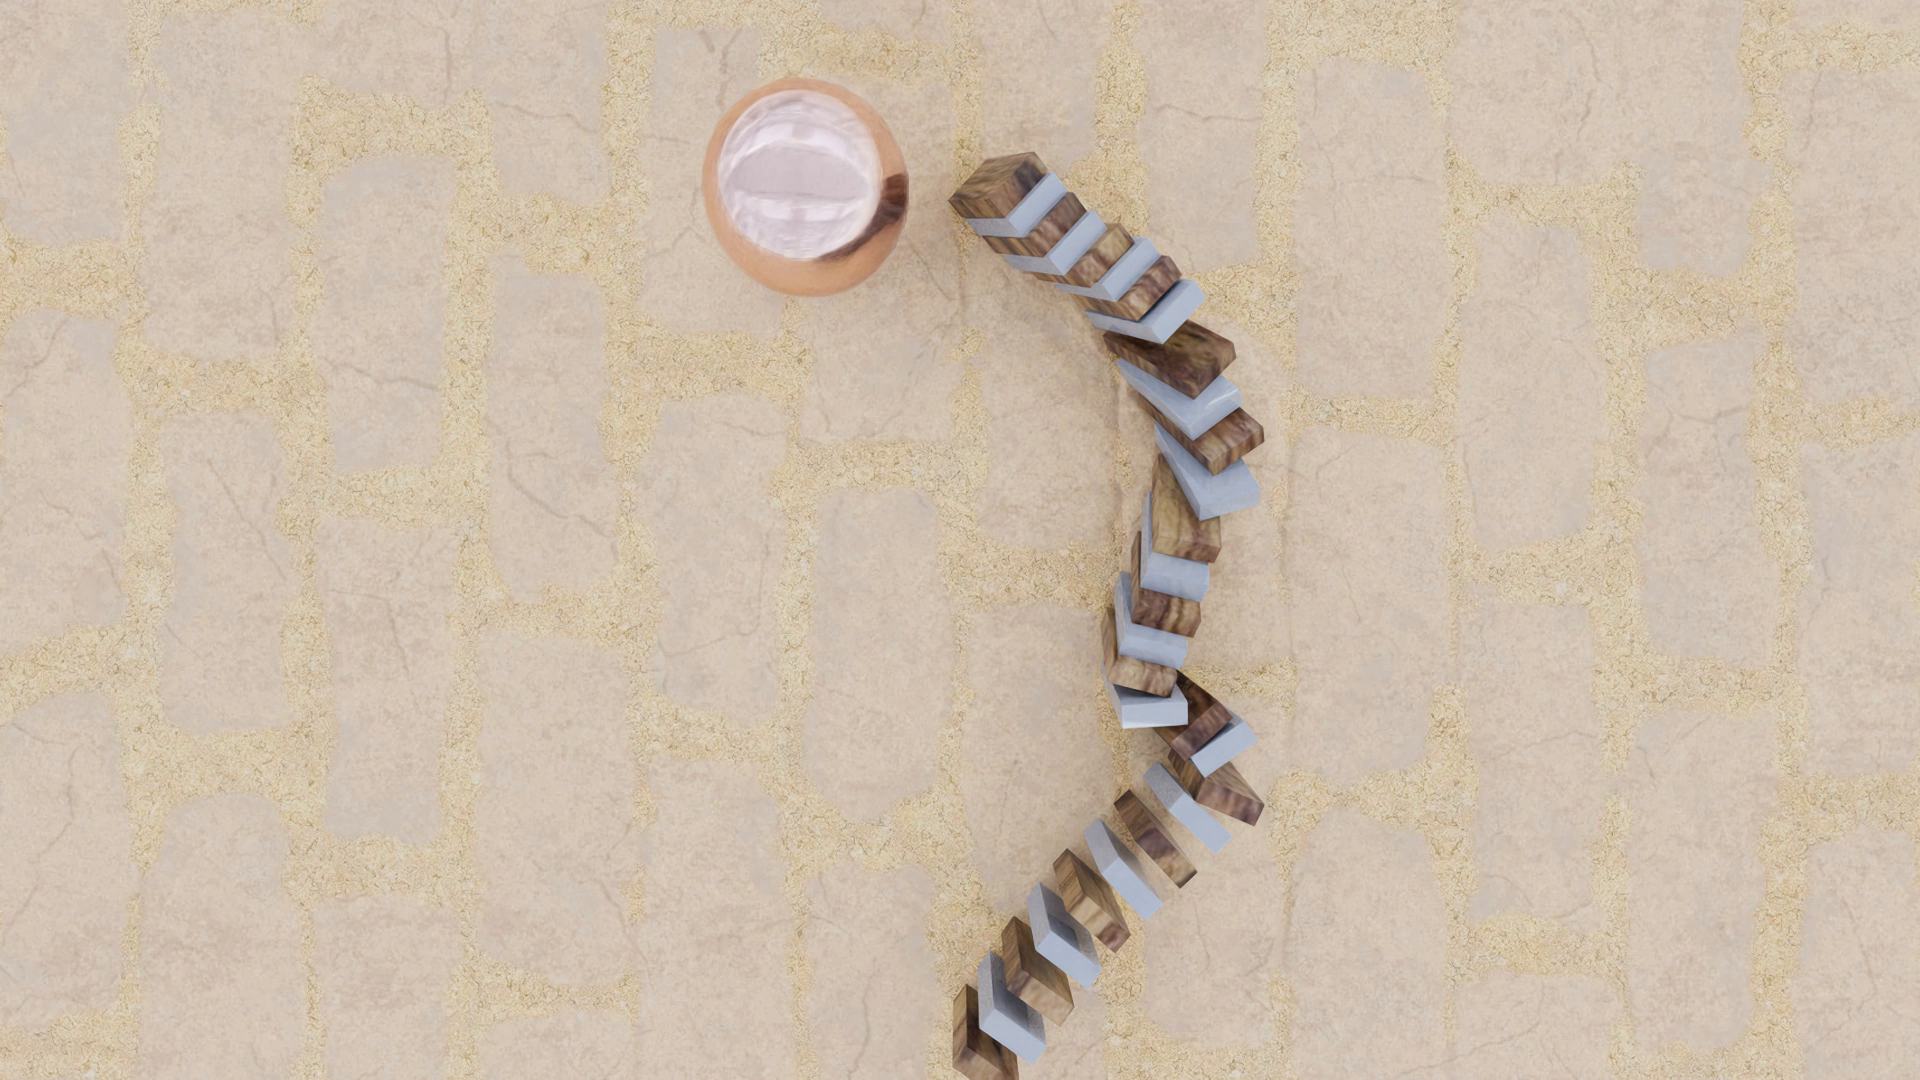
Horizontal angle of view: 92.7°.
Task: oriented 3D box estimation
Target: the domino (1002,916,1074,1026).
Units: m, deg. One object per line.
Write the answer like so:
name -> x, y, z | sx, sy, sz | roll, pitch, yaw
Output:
domino -> 0.031, 0.175, 0.375 | 0.025, 0.050, 0.010 | 36, 90, 0

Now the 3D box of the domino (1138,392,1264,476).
domino -> 0.100, -0.051, 0.381 | 0.025, 0.010, 0.050 | -34, 52, -2

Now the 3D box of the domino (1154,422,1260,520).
domino -> 0.102, -0.032, 0.380 | 0.025, 0.010, 0.050 | -16, 50, -1

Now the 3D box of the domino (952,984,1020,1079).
domino -> 0.010, 0.205, 0.375 | 0.025, 0.050, 0.010 | 36, 90, 0

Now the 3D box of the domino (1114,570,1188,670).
domino -> 0.077, 0.032, 0.376 | 0.025, 0.050, 0.010 | 14, 118, 0

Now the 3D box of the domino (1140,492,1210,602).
domino -> 0.088, 0.002, 0.378 | 0.025, 0.050, 0.010 | 14, 133, 0

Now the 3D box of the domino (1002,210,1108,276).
domino -> 0.037, -0.122, 0.376 | 0.025, 0.050, 0.010 | -47, 117, 0

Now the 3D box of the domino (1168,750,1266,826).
domino -> 0.103, 0.098, 0.374 | 0.025, 0.050, 0.009 | 23, 96, -2

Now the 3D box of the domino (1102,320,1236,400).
domino -> 0.086, -0.080, 0.380 | 0.025, 0.010, 0.050 | -44, 52, -5

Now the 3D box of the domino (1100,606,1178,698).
domino -> 0.072, 0.045, 0.375 | 0.025, 0.050, 0.010 | 14, 111, 0

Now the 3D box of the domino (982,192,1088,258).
domino -> 0.029, -0.129, 0.376 | 0.025, 0.050, 0.009 | -47, 117, 0

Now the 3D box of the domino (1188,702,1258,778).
domino -> 0.100, 0.078, 0.375 | 0.025, 0.050, 0.009 | -35, 95, 0

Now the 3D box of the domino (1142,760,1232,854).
domino -> 0.092, 0.108, 0.375 | 0.025, 0.050, 0.009 | 43, 90, 0

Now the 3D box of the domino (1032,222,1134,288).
domino -> 0.048, -0.118, 0.376 | 0.025, 0.050, 0.010 | -46, 117, 0

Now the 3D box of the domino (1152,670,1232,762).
domino -> 0.089, 0.070, 0.375 | 0.025, 0.050, 0.009 | -42, 99, 0

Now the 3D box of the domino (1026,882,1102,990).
domino -> 0.042, 0.160, 0.375 | 0.025, 0.050, 0.009 | 37, 90, 0

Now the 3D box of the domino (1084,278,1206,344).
domino -> 0.075, -0.096, 0.376 | 0.025, 0.050, 0.010 | -46, 121, -2

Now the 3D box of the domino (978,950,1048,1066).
domino -> 0.020, 0.190, 0.375 | 0.025, 0.050, 0.010 | 35, 90, 0

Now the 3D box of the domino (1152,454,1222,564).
domino -> 0.093, -0.014, 0.379 | 0.025, 0.010, 0.050 | 11, 46, 0

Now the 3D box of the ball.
ball -> -0.060, -0.137, 0.360 | 0.080, 0.080, 0.080 | 0, 90, 0

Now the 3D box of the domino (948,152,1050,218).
domino -> 0.015, -0.145, 0.376 | 0.025, 0.050, 0.010 | -47, 117, 0

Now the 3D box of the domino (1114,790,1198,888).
domino -> 0.079, 0.121, 0.375 | 0.010, 0.050, 0.025 | -43, 90, 0

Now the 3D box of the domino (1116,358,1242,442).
domino -> 0.090, -0.065, 0.381 | 0.025, 0.010, 0.050 | -37, 52, 0

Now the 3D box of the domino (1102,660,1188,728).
domino -> 0.074, 0.062, 0.374 | 0.025, 0.050, 0.010 | -4, 103, 1

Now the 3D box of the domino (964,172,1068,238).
domino -> 0.022, -0.137, 0.376 | 0.025, 0.050, 0.010 | -47, 117, 0

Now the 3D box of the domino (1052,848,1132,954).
domino -> 0.053, 0.146, 0.375 | 0.025, 0.050, 0.009 | 41, 90, 0

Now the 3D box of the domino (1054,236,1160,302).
domino -> 0.058, -0.112, 0.376 | 0.025, 0.050, 0.009 | -46, 118, 0

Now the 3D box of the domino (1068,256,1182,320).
domino -> 0.066, -0.105, 0.376 | 0.025, 0.050, 0.009 | -46, 118, 0

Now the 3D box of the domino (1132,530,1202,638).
domino -> 0.084, 0.017, 0.377 | 0.025, 0.050, 0.010 | 14, 127, 0

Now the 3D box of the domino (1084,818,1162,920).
domino -> 0.066, 0.133, 0.375 | 0.009, 0.050, 0.025 | -43, 90, 0
